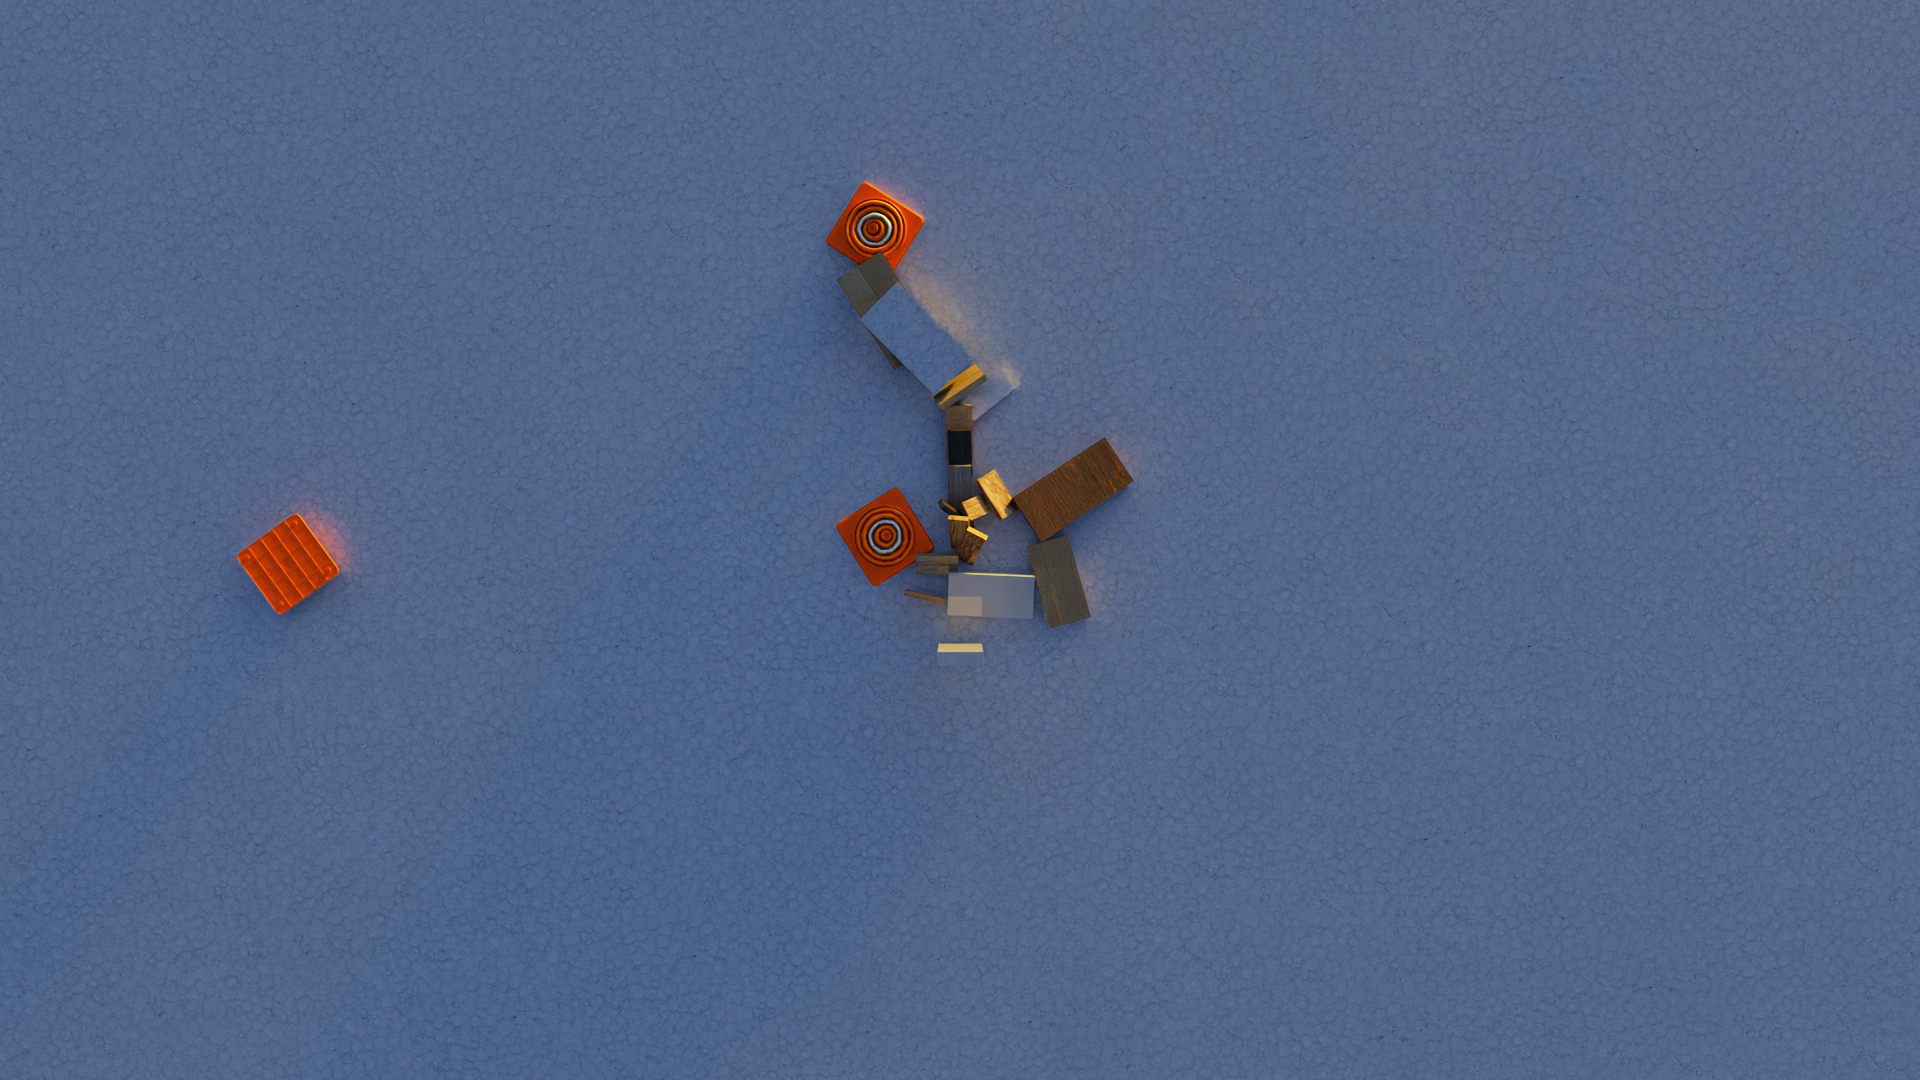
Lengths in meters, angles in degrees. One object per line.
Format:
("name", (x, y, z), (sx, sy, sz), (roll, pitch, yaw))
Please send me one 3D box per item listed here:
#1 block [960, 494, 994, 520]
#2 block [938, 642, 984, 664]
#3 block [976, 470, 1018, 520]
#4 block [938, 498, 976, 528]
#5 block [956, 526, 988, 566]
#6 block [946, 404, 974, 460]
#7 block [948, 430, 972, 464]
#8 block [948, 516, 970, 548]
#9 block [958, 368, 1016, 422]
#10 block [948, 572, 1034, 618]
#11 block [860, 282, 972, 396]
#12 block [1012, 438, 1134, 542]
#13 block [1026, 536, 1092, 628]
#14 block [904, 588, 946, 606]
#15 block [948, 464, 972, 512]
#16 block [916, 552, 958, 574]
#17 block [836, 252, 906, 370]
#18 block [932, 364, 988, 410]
("block", (0.067, -0.113, 5.454), (0.132, 0.019, 0.066), (-24, 86, -33))
("block", (0.001, 0.363, 5.279), (0.141, 0.442, 0.040), (0, 90, 0))
("block", (0.123, -0.148, 5.471), (0.077, 0.022, 0.154), (-32, 90, -31))
("block", (-0.011, -0.084, 5.446), (0.132, 0.066, 0.019), (34, 102, -20))
("block", (0.035, 0.021, 5.443), (0.070, 0.140, 0.020), (27, 46, 0))
("block", (-0.002, -0.358, 5.470), (0.090, 0.025, 0.179), (-1, 101, 0))
("block", (0.000, -0.288, 5.458), (0.077, 0.022, 0.154), (-2, 106, 0))
("block", (-0.001, -0.025, 5.441), (0.066, 0.132, 0.019), (5, 46, 10))
("block", (0.089, -0.484, 5.487), (0.179, 0.025, 0.090), (-38, 90, 0))
("block", (0.102, 0.182, 5.468), (0.283, 0.040, 0.141), (3, 100, 0))
("block", (-0.146, -0.660, 5.420), (0.175, 0.049, 0.349), (-45, 97, 2))
("block", (0.374, -0.167, 5.475), (0.366, 0.049, 0.175), (-33, 90, 0))
("block", (0.328, 0.138, 5.480), (0.141, 0.040, 0.283), (-16, 90, 0))
("block", (-0.114, 0.189, 5.465), (0.139, 0.070, 0.020), (14, 90, 0))
("block", (-0.002, -0.173, 5.468), (0.077, 0.022, 0.154), (0, 106, 0))
("block", (-0.076, 0.079, 5.474), (0.140, 0.020, 0.070), (0, 117, -1))
("block", (-0.239, -0.757, 5.453), (0.175, 0.049, 0.349), (-33, 97, 0))
("block", (-0.003, -0.506, 5.456), (0.179, 0.090, 0.025), (-34, 125, 0))
